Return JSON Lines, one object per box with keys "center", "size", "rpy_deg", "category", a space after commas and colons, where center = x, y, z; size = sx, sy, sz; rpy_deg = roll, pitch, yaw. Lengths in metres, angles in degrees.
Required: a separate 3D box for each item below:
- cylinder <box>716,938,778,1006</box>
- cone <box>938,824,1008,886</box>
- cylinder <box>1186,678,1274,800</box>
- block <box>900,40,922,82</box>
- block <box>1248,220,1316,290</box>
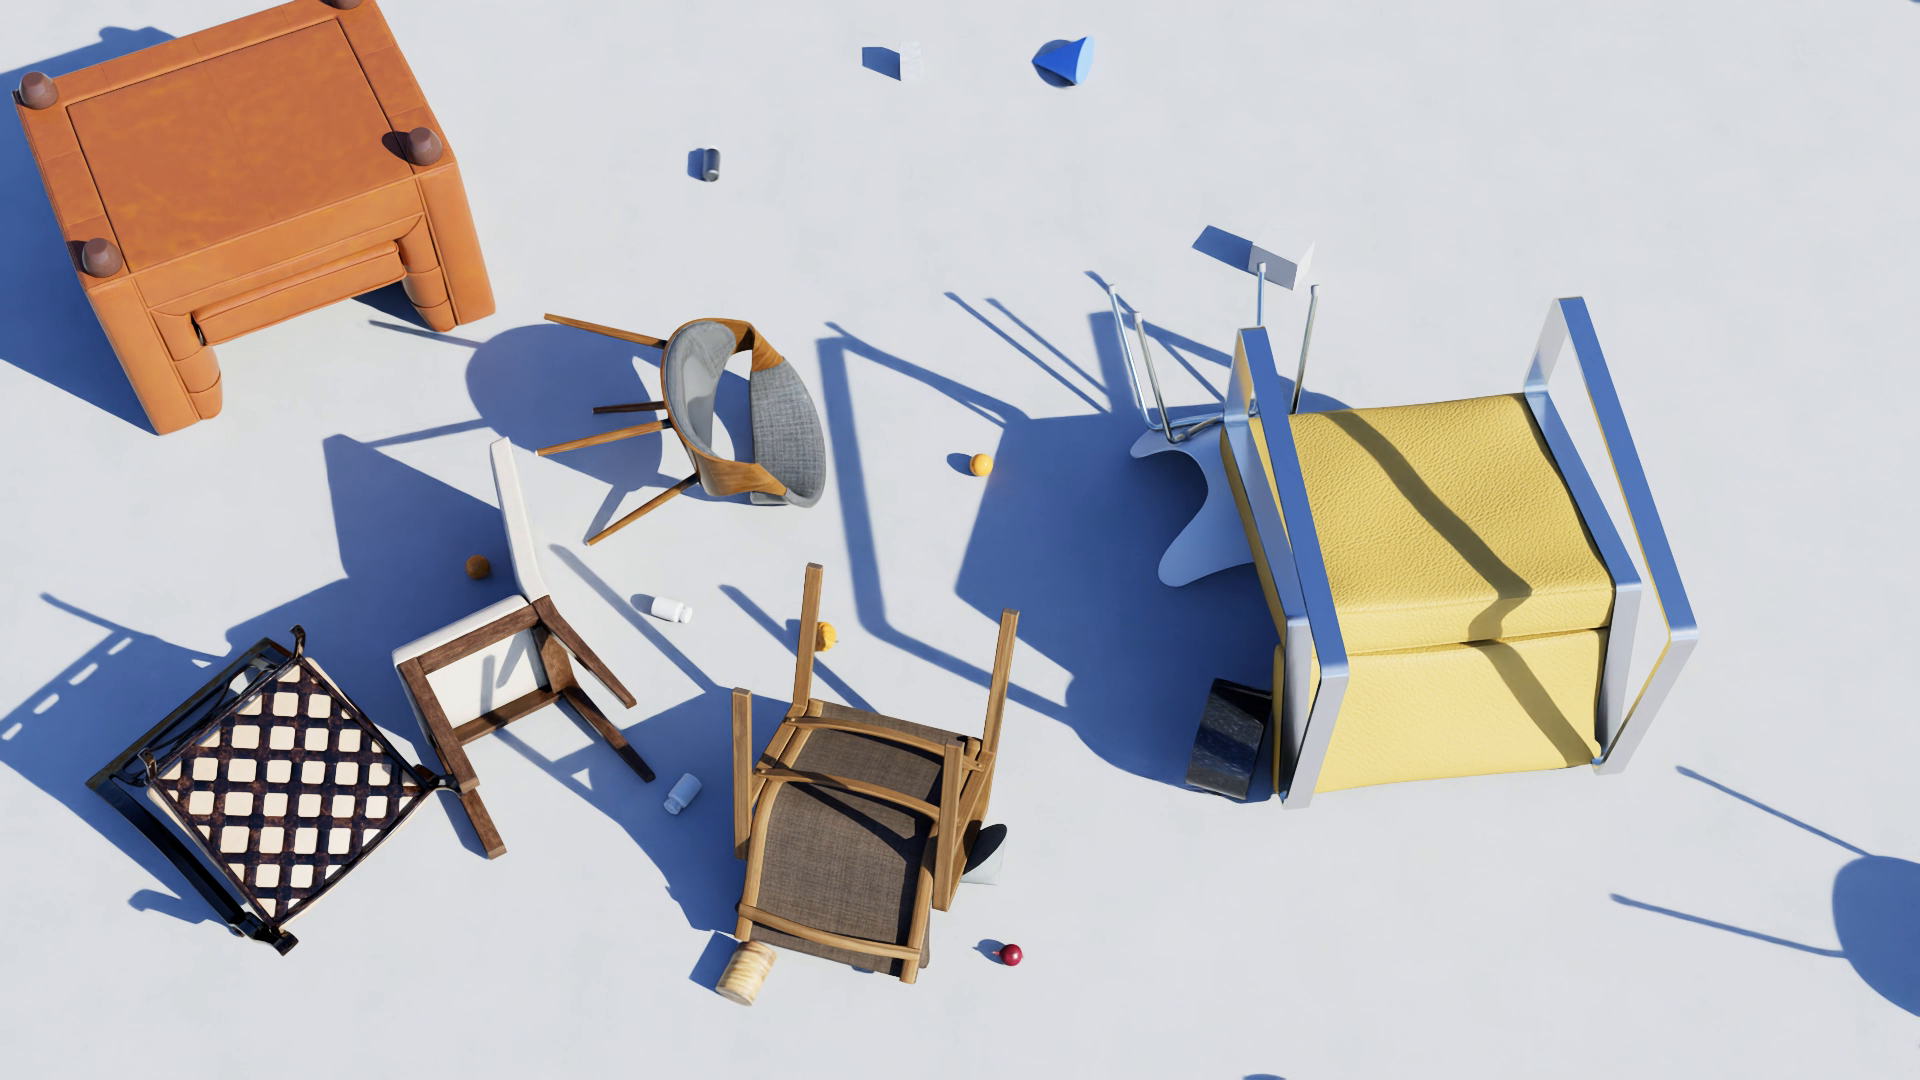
{"center": [-0.559, 1.133, 5.766], "size": [0.108, 0.079, 0.149], "rpy_deg": [19, 58, 16], "category": "cylinder"}
{"center": [0.068, 0.887, 5.931], "size": [0.231, 0.204, 0.122], "rpy_deg": [-37, 105, 0], "category": "cone"}
{"center": [0.744, 0.545, 6.054], "size": [0.168, 0.257, 0.313], "rpy_deg": [16, 62, 10], "category": "cylinder"}
{"center": [-0.172, -1.662, 7.630], "size": [0.072, 0.097, 0.095], "rpy_deg": [-2, 56, -1], "category": "block"}
{"center": [1.039, -0.920, 7.114], "size": [0.165, 0.129, 0.120], "rpy_deg": [28, 60, 17], "category": "block"}
